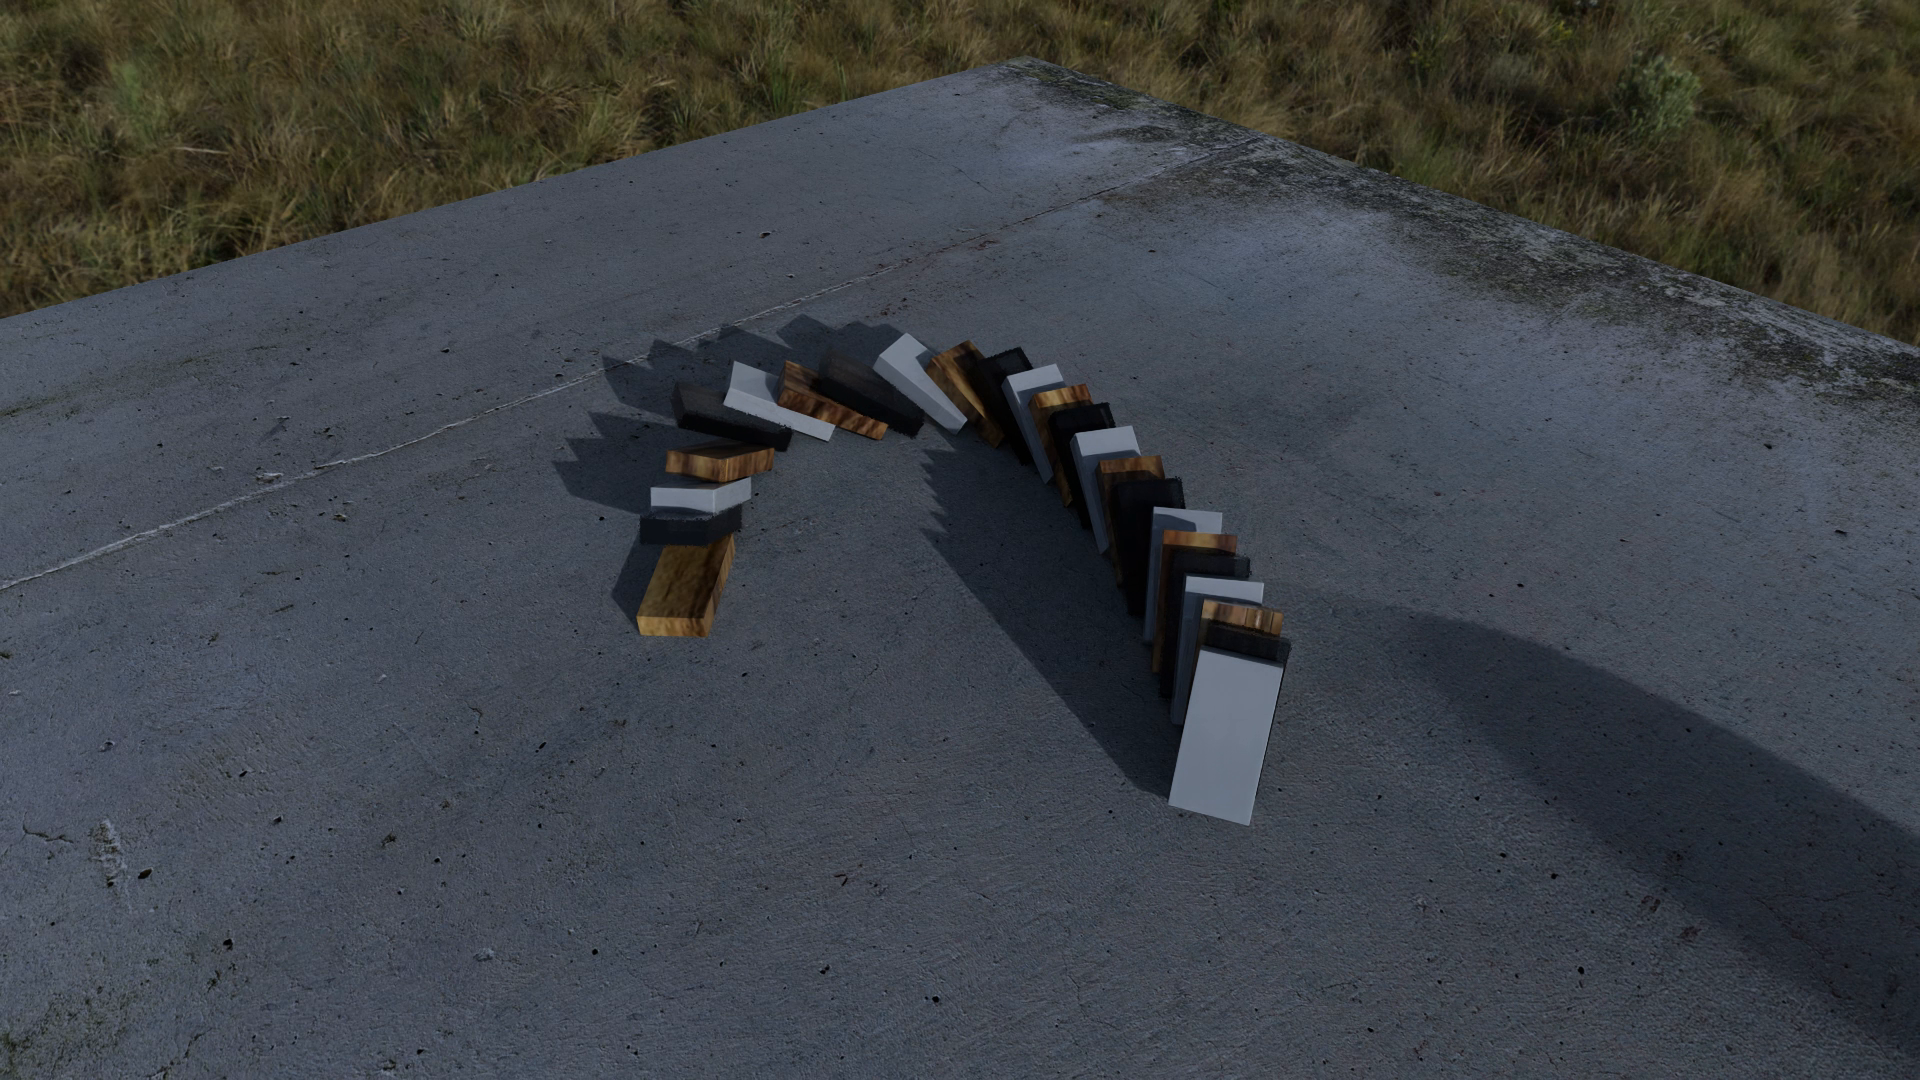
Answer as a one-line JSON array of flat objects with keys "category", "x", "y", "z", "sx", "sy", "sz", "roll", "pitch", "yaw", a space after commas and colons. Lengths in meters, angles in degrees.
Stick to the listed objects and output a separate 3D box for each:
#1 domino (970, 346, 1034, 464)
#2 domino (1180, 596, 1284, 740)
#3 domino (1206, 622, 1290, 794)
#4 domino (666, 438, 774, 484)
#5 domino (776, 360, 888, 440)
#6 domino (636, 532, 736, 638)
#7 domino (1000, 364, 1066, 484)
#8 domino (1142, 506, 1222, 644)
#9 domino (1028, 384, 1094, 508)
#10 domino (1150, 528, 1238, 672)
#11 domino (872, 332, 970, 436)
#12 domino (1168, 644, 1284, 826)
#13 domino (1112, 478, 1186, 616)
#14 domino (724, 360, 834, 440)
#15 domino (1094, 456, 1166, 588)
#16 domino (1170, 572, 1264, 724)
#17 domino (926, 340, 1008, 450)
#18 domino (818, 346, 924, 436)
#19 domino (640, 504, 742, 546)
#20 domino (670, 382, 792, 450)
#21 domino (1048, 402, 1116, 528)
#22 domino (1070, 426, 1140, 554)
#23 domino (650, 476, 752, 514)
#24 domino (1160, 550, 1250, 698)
[{"category": "domino", "x": 0.028, "y": -0.061, "z": 0.498, "sx": 0.025, "sy": 0.010, "sz": 0.050, "roll": -23, "pitch": 77, "yaw": -26}, {"category": "domino", "x": 0.088, "y": 0.046, "z": 0.358, "sx": 0.025, "sy": 0.050, "sz": 0.009, "roll": 9, "pitch": 7, "yaw": 11}, {"category": "domino", "x": 0.087, "y": 0.053, "z": 0.349, "sx": 0.025, "sy": 0.050, "sz": 0.010, "roll": 12, "pitch": 8, "yaw": 14}, {"category": "domino", "x": -0.101, "y": -0.034, "z": 0.468, "sx": 0.025, "sy": 0.010, "sz": 0.050, "roll": 11, "pitch": 13, "yaw": 13}, {"category": "domino", "x": -0.058, "y": -0.064, "z": 0.506, "sx": 0.050, "sy": 0.009, "sz": 0.025, "roll": 17, "pitch": 35, "yaw": -20}, {"category": "domino", "x": -0.105, "y": 0.016, "z": 0.424, "sx": 0.025, "sy": 0.009, "sz": 0.050, "roll": 2, "pitch": 39, "yaw": 2}, {"category": "domino", "x": 0.040, "y": -0.052, "z": 0.486, "sx": 0.025, "sy": 0.010, "sz": 0.050, "roll": -17, "pitch": 75, "yaw": -21}, {"category": "domino", "x": 0.082, "y": 0.014, "z": 0.404, "sx": 0.025, "sy": 0.009, "sz": 0.050, "roll": 5, "pitch": 75, "yaw": 5}, {"category": "domino", "x": 0.050, "y": -0.041, "z": 0.474, "sx": 0.025, "sy": 0.009, "sz": 0.050, "roll": -14, "pitch": 74, "yaw": -16}, {"category": "domino", "x": 0.082, "y": 0.022, "z": 0.388, "sx": 0.025, "sy": 0.050, "sz": 0.009, "roll": 5, "pitch": 3, "yaw": 6}, {"category": "domino", "x": -0.014, "y": -0.073, "z": 0.515, "sx": 0.050, "sy": 0.010, "sz": 0.025, "roll": 39, "pitch": 46, "yaw": 2}, {"category": "domino", "x": 0.082, "y": 0.060, "z": 0.340, "sx": 0.025, "sy": 0.050, "sz": 0.009, "roll": 12, "pitch": 8, "yaw": 14}, {"category": "domino", "x": 0.074, "y": 0.002, "z": 0.418, "sx": 0.025, "sy": 0.010, "sz": 0.050, "roll": -4, "pitch": 76, "yaw": -5}, {"category": "domino", "x": -0.082, "y": -0.064, "z": 0.504, "sx": 0.050, "sy": 0.009, "sz": 0.025, "roll": 18, "pitch": 33, "yaw": -19}, {"category": "domino", "x": 0.071, "y": -0.008, "z": 0.433, "sx": 0.025, "sy": 0.009, "sz": 0.050, "roll": -6, "pitch": 71, "yaw": -7}, {"category": "domino", "x": 0.086, "y": 0.037, "z": 0.368, "sx": 0.025, "sy": 0.050, "sz": 0.010, "roll": 5, "pitch": 7, "yaw": 6}, {"category": "domino", "x": 0.010, "y": -0.068, "z": 0.509, "sx": 0.025, "sy": 0.009, "sz": 0.050, "roll": -34, "pitch": 77, "yaw": -34}, {"category": "domino", "x": -0.040, "y": -0.068, "z": 0.505, "sx": 0.050, "sy": 0.009, "sz": 0.025, "roll": 25, "pitch": 32, "yaw": -22}, {"category": "domino", "x": -0.105, "y": -0.007, "z": 0.431, "sx": 0.025, "sy": 0.010, "sz": 0.050, "roll": 2, "pitch": 9, "yaw": 4}, {"category": "domino", "x": -0.103, "y": -0.055, "z": 0.494, "sx": 0.050, "sy": 0.009, "sz": 0.025, "roll": 11, "pitch": 31, "yaw": -31}, {"category": "domino", "x": 0.057, "y": -0.032, "z": 0.461, "sx": 0.025, "sy": 0.010, "sz": 0.050, "roll": -12, "pitch": 73, "yaw": -16}, {"category": "domino", "x": 0.064, "y": -0.021, "z": 0.448, "sx": 0.025, "sy": 0.009, "sz": 0.050, "roll": -9, "pitch": 72, "yaw": -14}, {"category": "domino", "x": -0.104, "y": -0.019, "z": 0.447, "sx": 0.025, "sy": 0.010, "sz": 0.050, "roll": 2, "pitch": 9, "yaw": 5}, {"category": "domino", "x": 0.084, "y": 0.030, "z": 0.377, "sx": 0.025, "sy": 0.050, "sz": 0.010, "roll": 5, "pitch": 7, "yaw": 6}]
